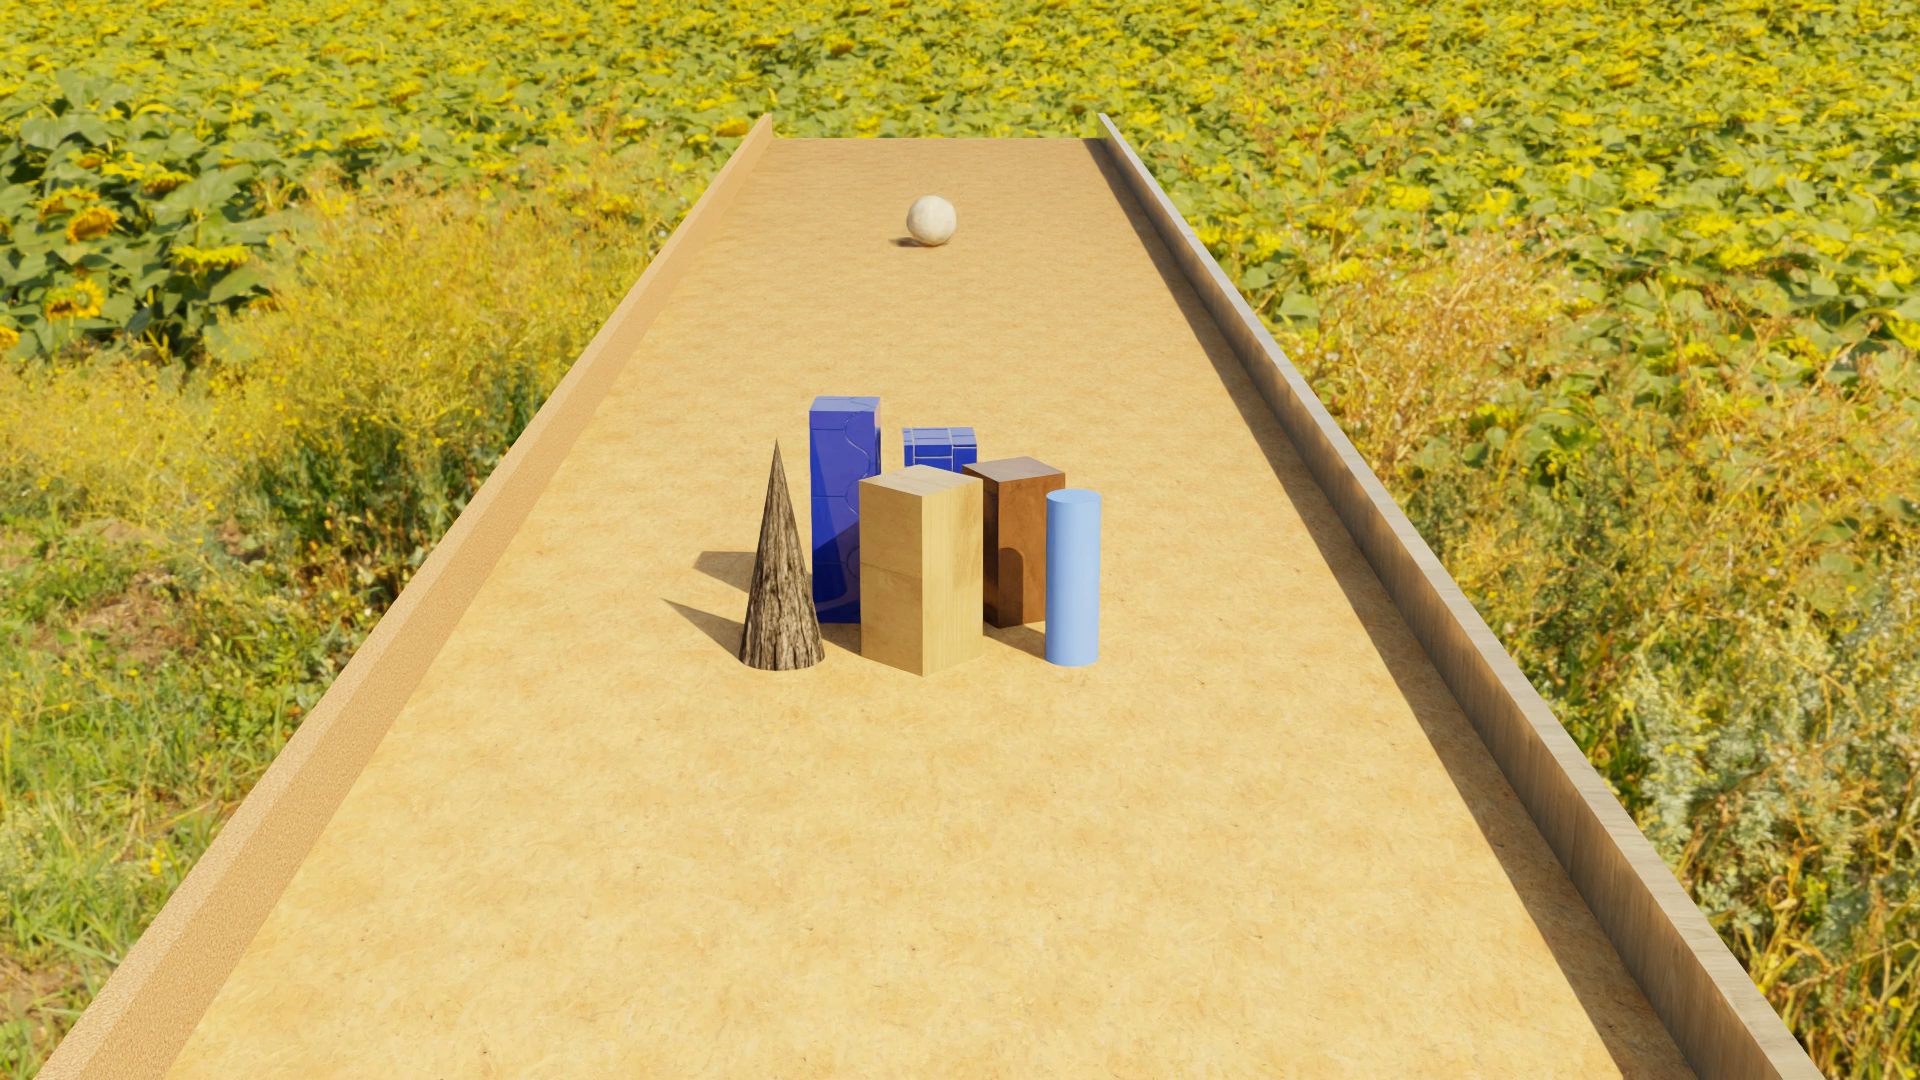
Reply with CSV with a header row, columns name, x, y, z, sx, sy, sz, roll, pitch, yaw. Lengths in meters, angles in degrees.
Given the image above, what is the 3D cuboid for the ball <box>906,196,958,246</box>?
name,x,y,z,sx,sy,sz,roll,pitch,yaw
ball,-0.120,-1.373,9.459,0.219,0.219,0.219,0,17,0

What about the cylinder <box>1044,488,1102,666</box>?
name,x,y,z,sx,sy,sz,roll,pitch,yaw
cylinder,0.225,0.075,4.381,0.108,0.338,0.108,0,17,0

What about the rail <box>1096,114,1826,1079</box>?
name,x,y,z,sx,sy,sz,roll,pitch,yaw
rail,0.932,-0.844,7.801,0.050,0.150,12.000,0,17,-1

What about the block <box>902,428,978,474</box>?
name,x,y,z,sx,sy,sz,roll,pitch,yaw
block,-0.046,-0.072,4.895,0.158,0.328,0.158,-1,17,-3

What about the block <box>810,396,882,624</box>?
name,x,y,z,sx,sy,sz,roll,pitch,yaw
block,-0.239,-0.064,4.636,0.135,0.459,0.135,1,17,3

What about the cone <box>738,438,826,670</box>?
name,x,y,z,sx,sy,sz,roll,pitch,yaw
cone,-0.359,0.015,4.373,0.174,0.457,0.174,0,17,0

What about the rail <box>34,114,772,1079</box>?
name,x,y,z,sx,sy,sz,roll,pitch,yaw
rail,-1.118,-0.838,7.780,0.050,0.150,12.000,0,17,-1

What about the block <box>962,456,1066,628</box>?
name,x,y,z,sx,sy,sz,roll,pitch,yaw
block,0.112,0.003,4.659,0.159,0.318,0.159,-9,19,-27

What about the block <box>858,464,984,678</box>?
name,x,y,z,sx,sy,sz,roll,pitch,yaw
block,-0.077,0.058,4.386,0.173,0.368,0.173,15,22,41
